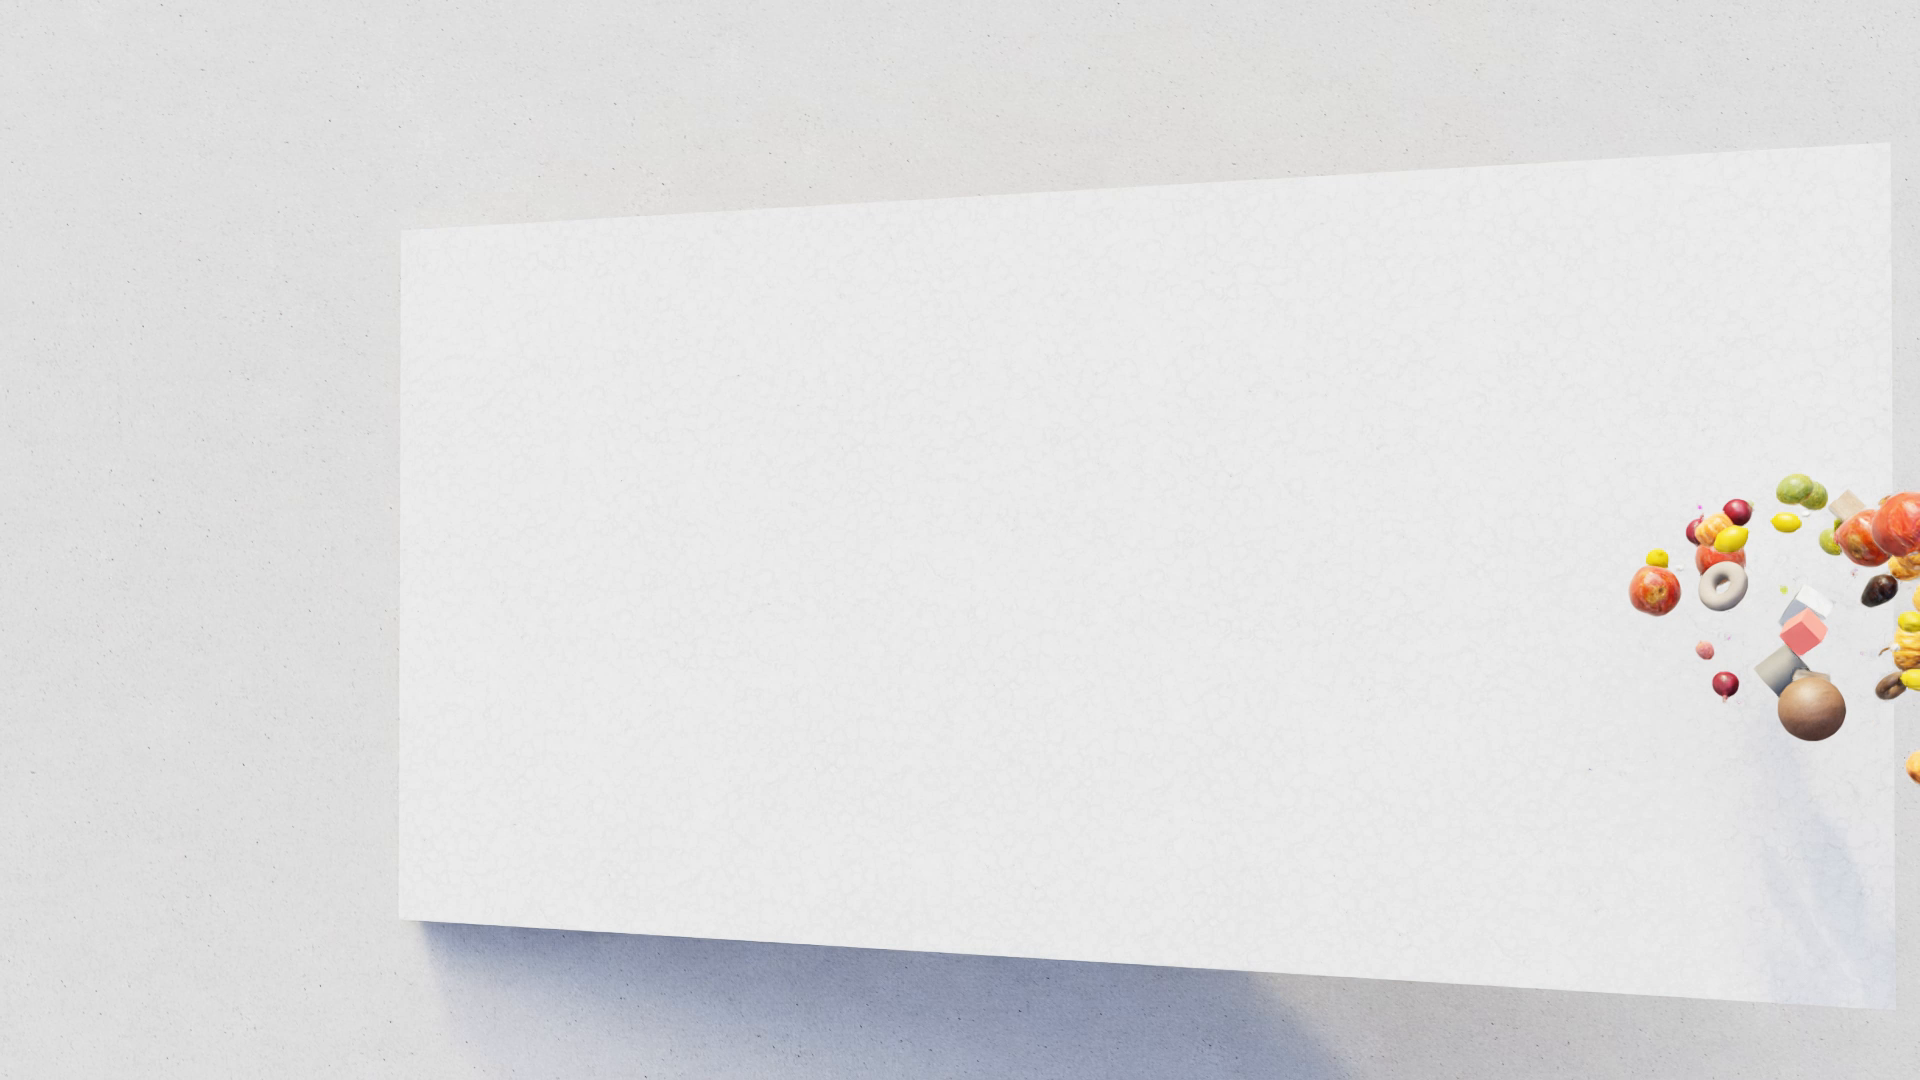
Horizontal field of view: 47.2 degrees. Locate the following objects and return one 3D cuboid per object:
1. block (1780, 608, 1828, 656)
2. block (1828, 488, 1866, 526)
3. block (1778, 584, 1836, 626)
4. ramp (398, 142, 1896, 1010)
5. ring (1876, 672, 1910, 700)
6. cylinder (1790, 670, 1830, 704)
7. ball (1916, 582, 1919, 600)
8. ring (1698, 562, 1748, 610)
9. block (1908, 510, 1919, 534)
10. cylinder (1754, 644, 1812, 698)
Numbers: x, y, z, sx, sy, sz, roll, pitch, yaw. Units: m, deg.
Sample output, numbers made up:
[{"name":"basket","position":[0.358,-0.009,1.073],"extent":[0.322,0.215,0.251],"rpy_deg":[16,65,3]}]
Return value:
[{"name":"block","position":[1.795,0.196,4.678],"extent":[0.062,0.062,0.062],"rpy_deg":[47,132,4]},{"name":"block","position":[1.943,-0.070,4.813],"extent":[0.054,0.054,0.054],"rpy_deg":[-42,70,7]},{"name":"block","position":[1.882,0.161,4.889],"extent":[0.077,0.077,0.077],"rpy_deg":[35,131,16]},{"name":"ramp","position":[0.279,0.091,5.774],"extent":[4.000,0.100,2.000],"rpy_deg":[0,89,19]},{"name":"ring","position":[1.933,0.303,4.558],"extent":[0.075,0.075,0.025],"rpy_deg":[-25,49,0]},{"name":"cylinder","position":[1.823,0.313,4.711],"extent":[0.065,0.065,0.065],"rpy_deg":[9,89,36]},{"name":"ball","position":[1.918,0.100,4.329],"extent":[0.067,0.067,0.067],"rpy_deg":[0,89,0]},{"name":"ring","position":[1.631,0.099,4.700],"extent":[0.037,0.112,0.112],"rpy_deg":[27,89,-34]},{"name":"block","position":[1.748,-0.023,3.882],"extent":[0.094,0.094,0.094],"rpy_deg":[-30,84,17]},{"name":"cylinder","position":[1.860,0.296,4.966],"extent":[0.090,0.090,0.090],"rpy_deg":[-42,89,16]}]
